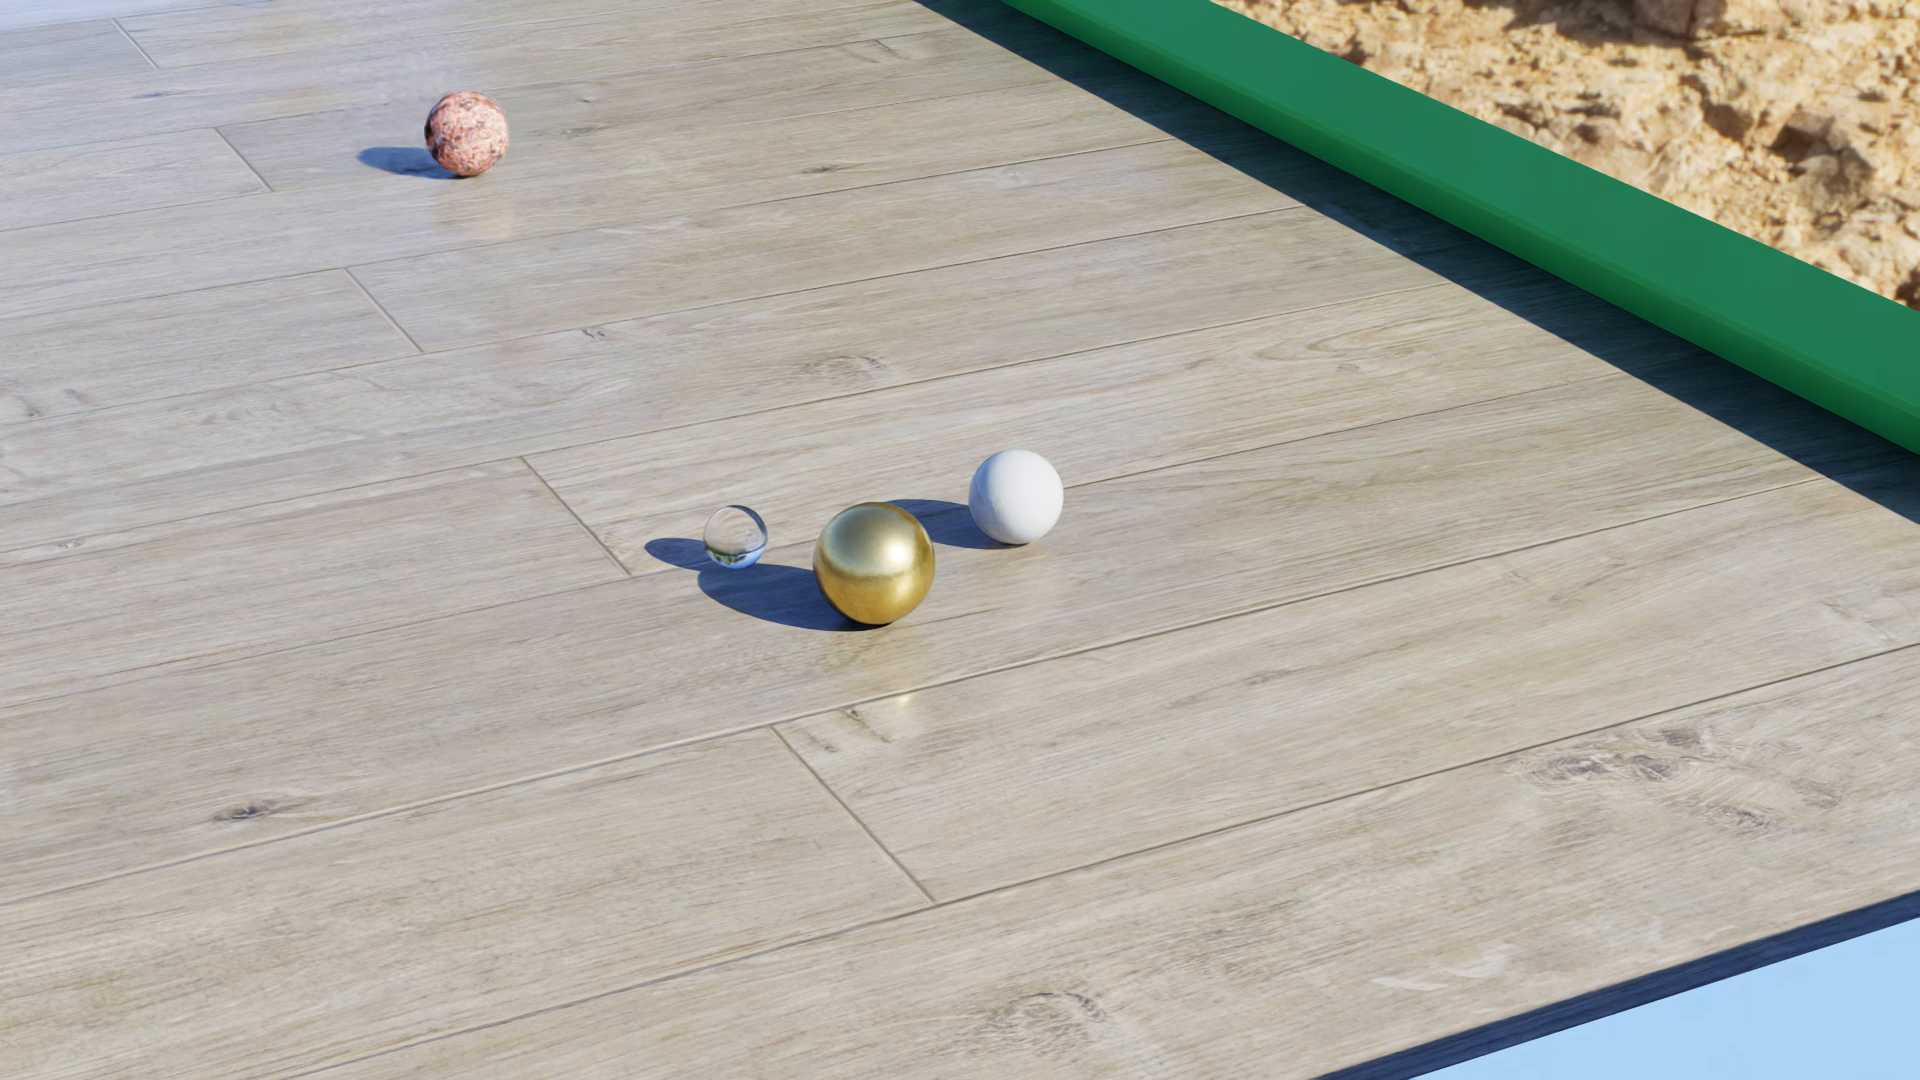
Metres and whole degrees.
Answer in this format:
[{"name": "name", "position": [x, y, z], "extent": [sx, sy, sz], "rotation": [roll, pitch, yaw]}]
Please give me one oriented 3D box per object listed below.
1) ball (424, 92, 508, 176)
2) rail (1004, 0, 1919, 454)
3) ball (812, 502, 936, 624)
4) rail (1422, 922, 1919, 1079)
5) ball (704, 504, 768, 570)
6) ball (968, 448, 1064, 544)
[{"name": "ball", "position": [-0.501, -0.413, 2.986], "extent": [0.084, 0.084, 0.084], "rotation": [0, 25, 0]}, {"name": "rail", "position": [0.331, -0.462, 3.057], "extent": [0.045, 0.112, 3.154], "rotation": [-12, 27, -24]}, {"name": "ball", "position": [-0.060, 0.016, 2.059], "extent": [0.086, 0.086, 0.086], "rotation": [0, 25, 0]}, {"name": "rail", "position": [0.343, 0.267, 1.486], "extent": [1.580, 0.112, 0.045], "rotation": [-12, 27, -24]}, {"name": "ball", "position": [-0.164, -0.002, 2.145], "extent": [0.047, 0.047, 0.047], "rotation": [0, 25, 0]}, {"name": "ball", "position": [0.041, -0.032, 2.181], "extent": [0.071, 0.071, 0.071], "rotation": [0, 25, 0]}]
